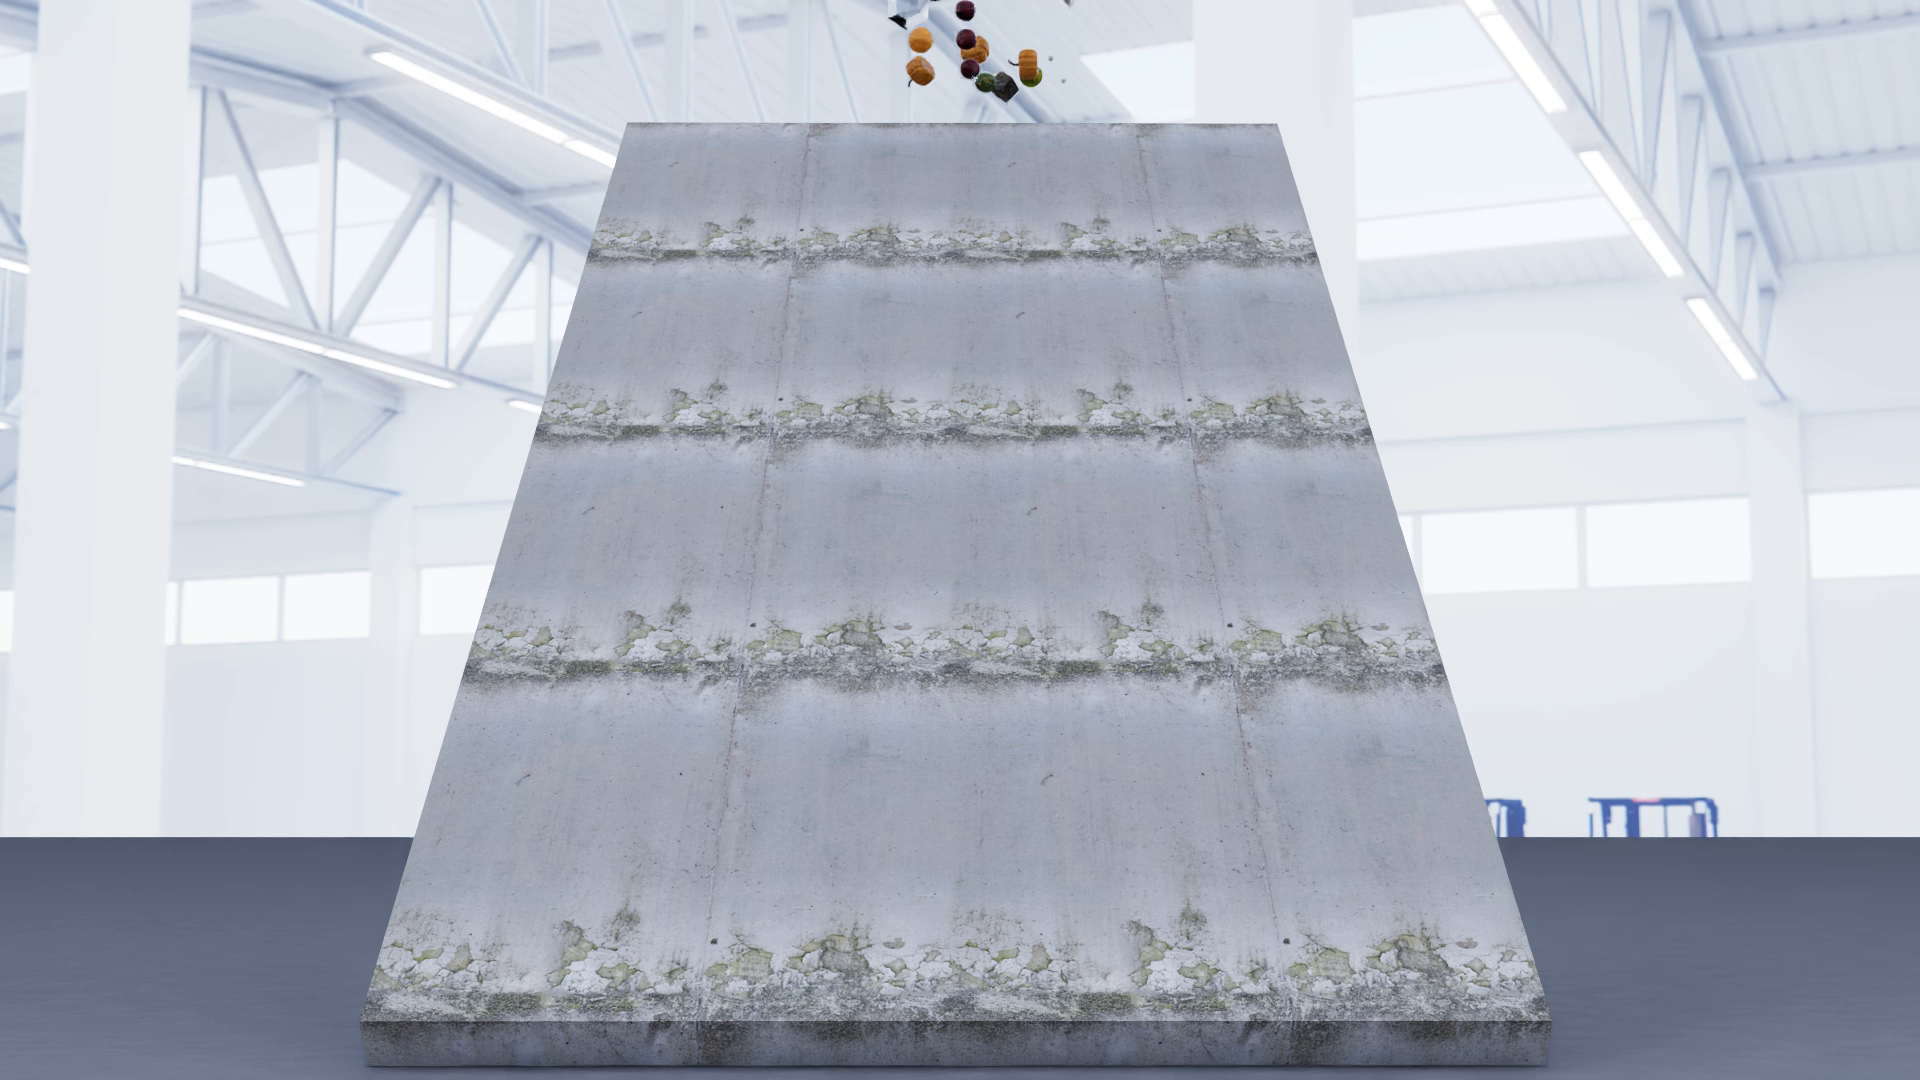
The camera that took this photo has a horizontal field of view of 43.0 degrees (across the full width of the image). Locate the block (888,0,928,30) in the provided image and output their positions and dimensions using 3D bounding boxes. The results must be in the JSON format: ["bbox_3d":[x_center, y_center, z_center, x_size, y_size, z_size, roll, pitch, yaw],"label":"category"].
[{"bbox_3d":[-0.148,-1.526,6.978,0.082,0.082,0.082,-19,-28,33],"label":"block"}]

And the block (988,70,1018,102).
[{"bbox_3d":[0.131,-1.364,7.340,0.057,0.057,0.057,39,-8,39],"label":"block"}]

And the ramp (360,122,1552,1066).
[{"bbox_3d":[-0.014,-0.196,5.818,2.000,0.100,4.000,0,31,0],"label":"ramp"}]
